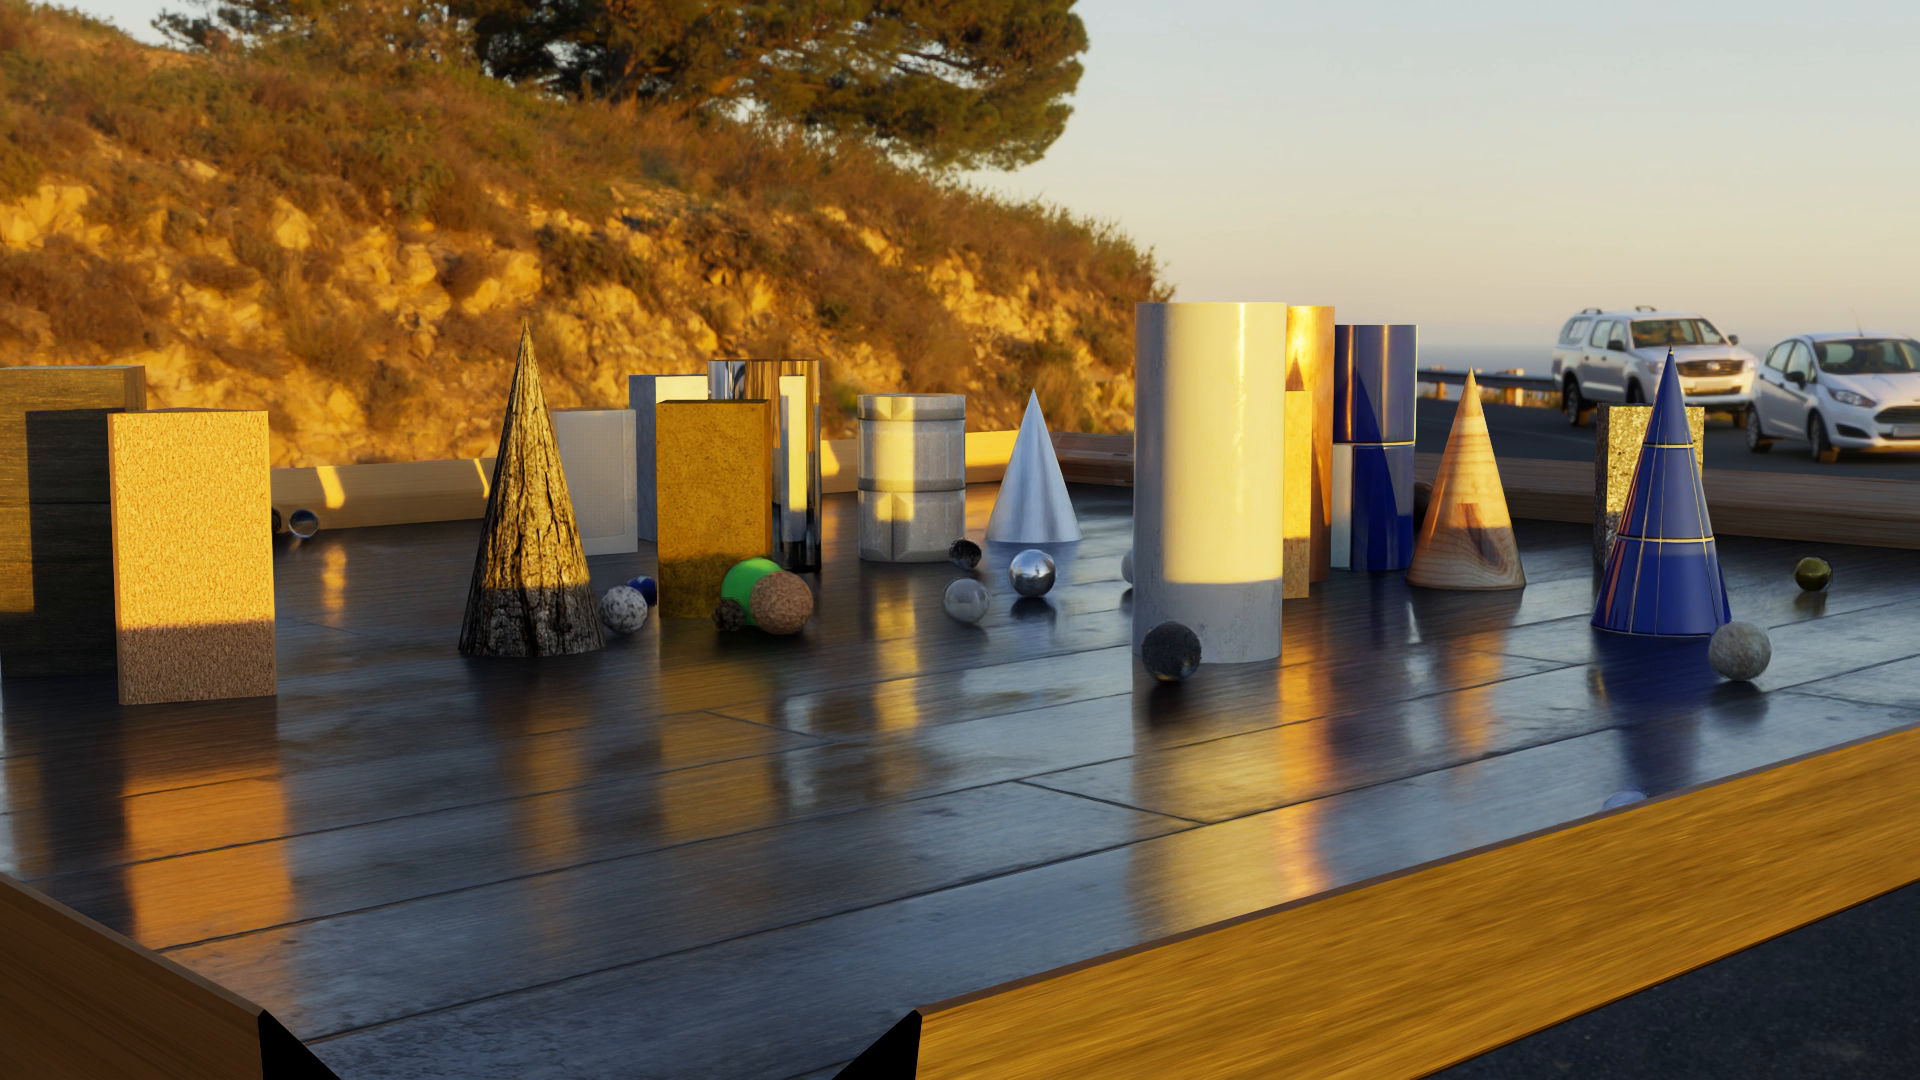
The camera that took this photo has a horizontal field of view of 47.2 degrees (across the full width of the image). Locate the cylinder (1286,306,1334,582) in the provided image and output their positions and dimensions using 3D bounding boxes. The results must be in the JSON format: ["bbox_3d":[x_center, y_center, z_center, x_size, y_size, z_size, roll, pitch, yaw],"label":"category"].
[{"bbox_3d":[0.521,-0.163,3.655,0.194,0.449,0.194,0,6,0],"label":"cylinder"}]

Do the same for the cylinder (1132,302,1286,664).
[{"bbox_3d":[0.322,-0.080,2.847,0.194,0.453,0.194,0,6,0],"label":"cylinder"}]

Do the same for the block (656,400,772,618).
[{"bbox_3d":[-0.361,-0.050,3.249,0.155,0.310,0.155,0,6,-1],"label":"block"}]

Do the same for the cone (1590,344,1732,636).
[{"bbox_3d":[0.987,-0.076,3.074,0.194,0.397,0.194,0,6,0],"label":"cone"}]

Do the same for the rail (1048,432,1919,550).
[{"bbox_3d":[1.321,-0.094,4.544,0.045,0.126,3.414,-6,8,-42],"label":"rail"}]

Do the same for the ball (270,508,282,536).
[{"bbox_3d":[-1.361,-0.036,4.315,0.059,0.059,0.059,0,6,0],"label":"ball"}]

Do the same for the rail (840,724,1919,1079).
[{"bbox_3d":[1.142,0.162,2.102,3.641,0.126,0.045,-6,8,-42],"label":"rail"}]

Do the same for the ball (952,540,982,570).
[{"bbox_3d":[0.011,0.025,3.766,0.052,0.052,0.052,0,6,0],"label":"ball"}]

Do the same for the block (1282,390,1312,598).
[{"bbox_3d":[0.437,-0.074,3.430,0.155,0.319,0.155,-3,7,-27],"label":"block"}]

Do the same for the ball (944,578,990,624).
[{"bbox_3d":[0.010,0.087,3.122,0.065,0.065,0.065,0,6,0],"label":"ball"}]

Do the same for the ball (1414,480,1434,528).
[{"bbox_3d":[0.942,-0.074,4.505,0.095,0.095,0.095,0,6,0],"label":"ball"}]

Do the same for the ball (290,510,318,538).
[{"bbox_3d":[-1.281,-0.031,4.295,0.055,0.055,0.055,0,6,0],"label":"ball"}]

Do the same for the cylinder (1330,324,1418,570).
[{"bbox_3d":[0.696,-0.166,3.839,0.194,0.418,0.194,0,6,0],"label":"cylinder"}]

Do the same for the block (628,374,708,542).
[{"bbox_3d":[-0.545,-0.163,4.294,0.155,0.316,0.155,-3,7,-28],"label":"block"}]

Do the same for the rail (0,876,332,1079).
[{"bbox_3d":[-1.321,0.160,2.120,0.045,0.126,3.414,-6,8,-42],"label":"rail"}]

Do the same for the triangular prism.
[{"bbox_3d":[-0.899,0.012,2.567,0.168,0.328,0.145,-3,7,-23],"label":"triangular prism"}]

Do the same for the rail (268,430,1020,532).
[{"bbox_3d":[-1.142,-0.096,4.562,3.641,0.126,0.045,-6,8,-42],"label":"rail"}]

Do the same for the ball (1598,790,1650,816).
[{"bbox_3d":[0.551,0.232,1.812,0.050,0.050,0.050,0,6,0],"label":"ball"}]

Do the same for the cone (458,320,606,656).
[{"bbox_3d":[-0.568,-0.076,2.900,0.194,0.434,0.194,0,6,0],"label":"cone"}]

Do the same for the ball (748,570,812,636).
[{"bbox_3d":[-0.246,0.086,3.014,0.088,0.088,0.088,0,6,0],"label":"ball"}]

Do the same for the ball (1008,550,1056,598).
[{"bbox_3d":[0.113,0.052,3.409,0.075,0.075,0.075,0,6,0],"label":"ball"}]

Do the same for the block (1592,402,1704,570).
[{"bbox_3d":[1.196,-0.095,3.829,0.155,0.279,0.155,1,6,8],"label":"block"}]

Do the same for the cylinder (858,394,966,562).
[{"bbox_3d":[-0.087,-0.115,3.958,0.194,0.291,0.194,0,6,0],"label":"cylinder"}]

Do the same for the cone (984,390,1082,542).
[{"bbox_3d":[0.143,-0.150,4.286,0.194,0.293,0.194,0,6,0],"label":"cone"}]

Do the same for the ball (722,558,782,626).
[{"bbox_3d":[-0.287,0.073,3.097,0.097,0.097,0.097,0,6,0],"label":"ball"}]

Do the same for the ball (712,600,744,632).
[{"bbox_3d":[-0.320,0.105,3.042,0.045,0.045,0.045,0,6,0],"label":"ball"}]

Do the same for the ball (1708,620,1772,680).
[{"bbox_3d":[0.939,0.133,2.646,0.072,0.072,0.072,0,6,0],"label":"ball"}]

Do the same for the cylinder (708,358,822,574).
[{"bbox_3d":[-0.334,-0.128,3.767,0.194,0.358,0.194,0,6,0],"label":"cylinder"}]

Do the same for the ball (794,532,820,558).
[{"bbox_3d":[-0.275,0.009,3.946,0.047,0.047,0.047,0,6,0],"label":"ball"}]

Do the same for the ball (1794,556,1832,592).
[{"bbox_3d":[1.347,0.054,3.474,0.055,0.055,0.055,0,6,0],"label":"ball"}]

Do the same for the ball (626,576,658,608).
[{"bbox_3d":[-0.475,0.078,3.275,0.049,0.049,0.049,0,6,0],"label":"ball"}]

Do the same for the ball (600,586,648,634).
[{"bbox_3d":[-0.463,0.096,3.025,0.066,0.066,0.066,0,6,0],"label":"ball"}]

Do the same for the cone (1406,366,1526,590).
[{"bbox_3d":[0.826,-0.107,3.576,0.194,0.355,0.194,0,6,0],"label":"cone"}]

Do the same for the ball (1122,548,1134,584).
[{"bbox_3d":[0.292,0.042,3.547,0.064,0.064,0.064,0,6,0],"label":"ball"}]

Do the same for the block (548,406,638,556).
[{"bbox_3d":[-0.702,-0.110,4.053,0.155,0.262,0.155,-4,7,-36],"label":"block"}]

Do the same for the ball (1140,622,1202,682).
[{"bbox_3d":[0.253,0.134,2.636,0.072,0.072,0.072,0,6,0],"label":"ball"}]

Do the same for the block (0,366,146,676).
[{"bbox_3d":[-1.103,-0.028,2.742,0.155,0.373,0.155,-1,6,-11],"label":"block"}]
